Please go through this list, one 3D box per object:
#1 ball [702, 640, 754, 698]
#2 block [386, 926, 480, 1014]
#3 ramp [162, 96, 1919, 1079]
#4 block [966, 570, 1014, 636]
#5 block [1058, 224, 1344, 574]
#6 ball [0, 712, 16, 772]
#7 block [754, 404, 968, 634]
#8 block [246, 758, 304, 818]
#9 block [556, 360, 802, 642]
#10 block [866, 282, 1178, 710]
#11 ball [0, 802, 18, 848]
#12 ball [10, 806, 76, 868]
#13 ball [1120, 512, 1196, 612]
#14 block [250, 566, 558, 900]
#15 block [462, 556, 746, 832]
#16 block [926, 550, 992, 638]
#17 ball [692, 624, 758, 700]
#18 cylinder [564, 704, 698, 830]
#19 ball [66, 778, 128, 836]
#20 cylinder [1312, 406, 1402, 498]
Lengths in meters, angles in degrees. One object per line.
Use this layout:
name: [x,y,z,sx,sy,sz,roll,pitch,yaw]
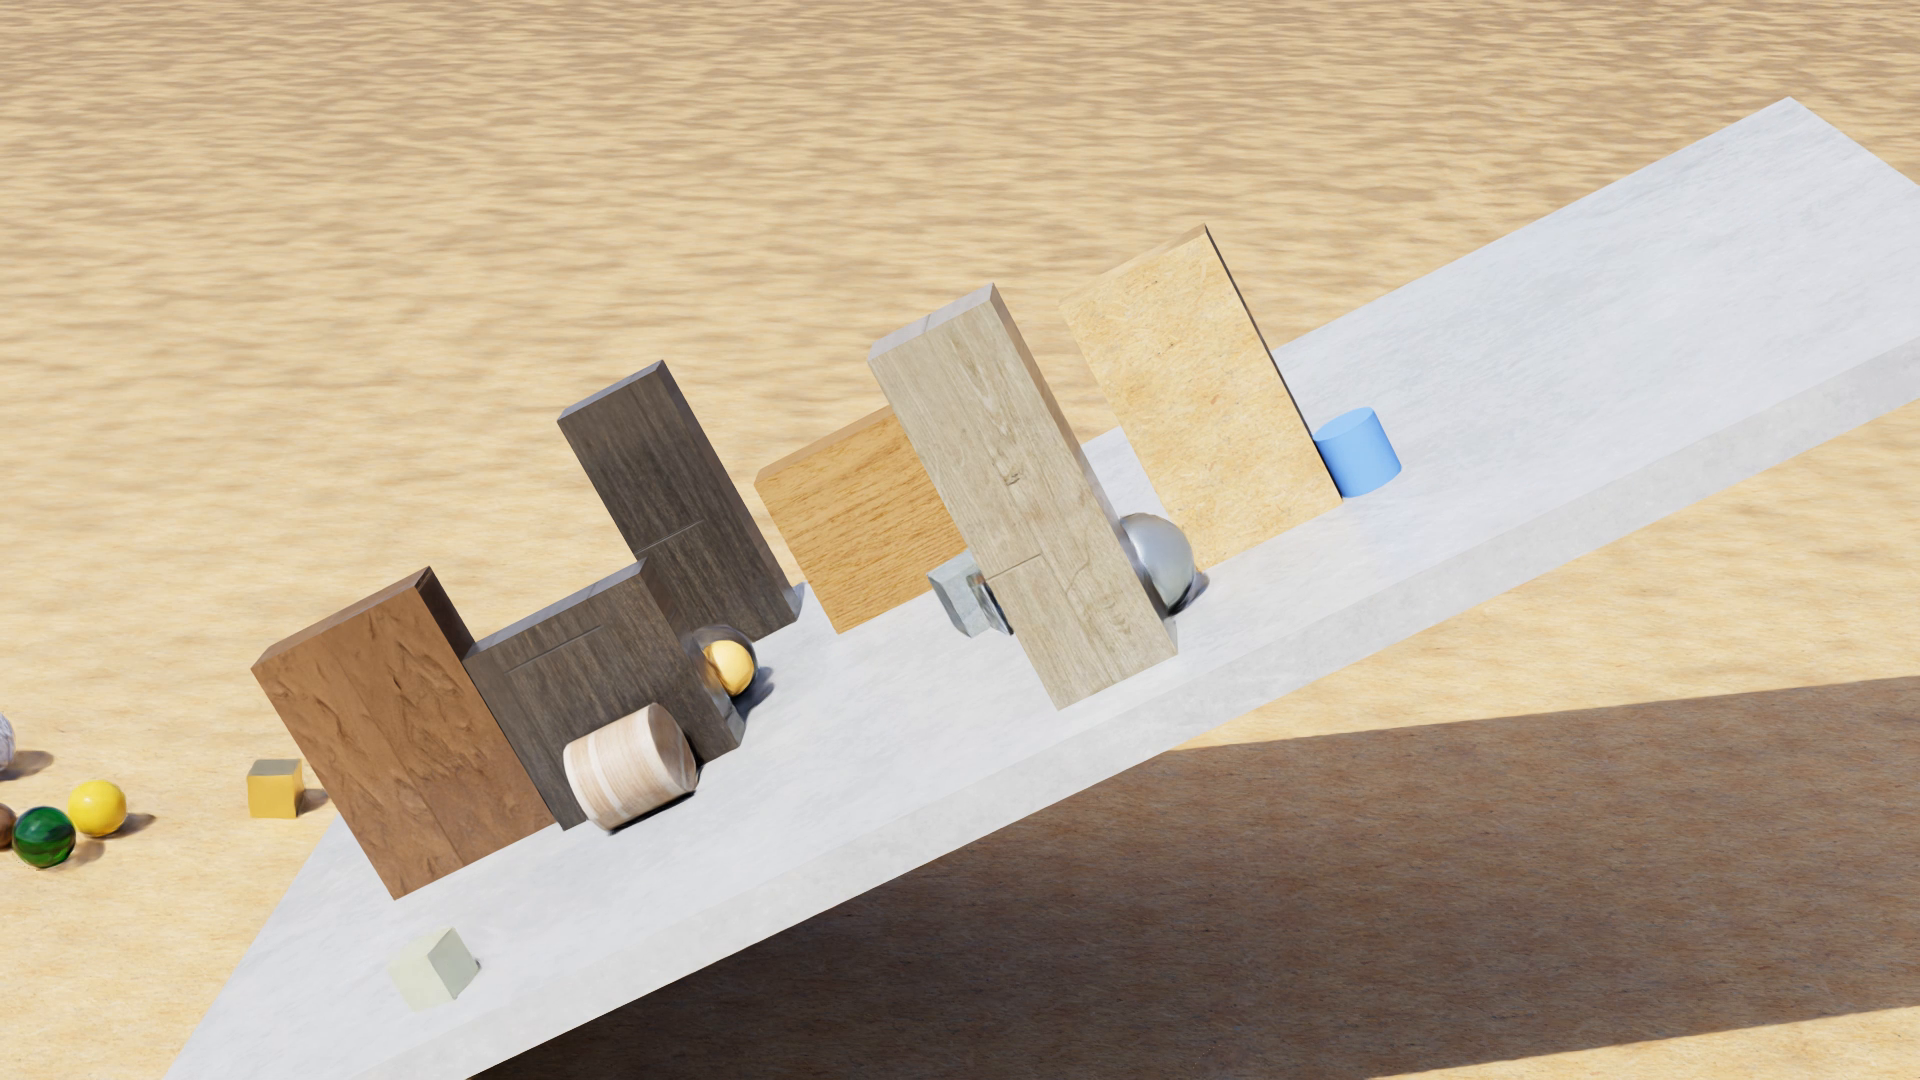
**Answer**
ball: [-0.518,0.284,6.486,0.127,0.127,0.127,0,17,0]
block: [-1.026,0.838,5.733,0.107,0.107,0.107,-21,16,29]
ramp: [0.140,0.167,6.281,4.000,0.100,2.000,-26,14,10]
block: [0.108,0.107,6.092,0.124,0.124,0.124,-32,14,-12]
block: [0.471,-0.274,5.740,0.316,0.602,0.104,-26,14,10]
ball: [-2.677,0.551,8.004,0.205,0.205,0.205,0,17,0]
block: [-0.203,-0.053,6.690,0.374,0.401,0.127,-26,14,10]
block: [-1.814,0.659,7.798,0.121,0.121,0.121,0,17,-1]
block: [-0.665,-0.060,7.010,0.270,0.690,0.114,-26,14,10]
block: [0.121,-0.077,5.413,0.250,0.748,0.150,-26,14,10]
ball: [-2.481,0.734,7.550,0.123,0.123,0.123,0,17,0]
ball: [-2.317,0.751,7.438,0.158,0.158,0.158,0,17,0]
ball: [0.349,0.051,5.651,0.206,0.206,0.206,0,17,0]
block: [-1.210,0.429,6.495,0.420,0.613,0.146,-26,14,10]
block: [-0.763,0.333,6.329,0.438,0.437,0.118,-26,14,10]
block: [0.034,0.105,6.215,0.137,0.137,0.137,-31,14,-9]
ball: [-0.548,0.279,6.638,0.181,0.181,0.181,0,17,0]
cylinder: [-0.689,0.476,6.166,0.203,0.203,0.203,-26,13,12]
ball: [-2.239,0.695,7.631,0.151,0.151,0.151,0,17,0]
cylinder: [0.778,-0.172,5.761,0.130,0.130,0.130,-27,14,7]
